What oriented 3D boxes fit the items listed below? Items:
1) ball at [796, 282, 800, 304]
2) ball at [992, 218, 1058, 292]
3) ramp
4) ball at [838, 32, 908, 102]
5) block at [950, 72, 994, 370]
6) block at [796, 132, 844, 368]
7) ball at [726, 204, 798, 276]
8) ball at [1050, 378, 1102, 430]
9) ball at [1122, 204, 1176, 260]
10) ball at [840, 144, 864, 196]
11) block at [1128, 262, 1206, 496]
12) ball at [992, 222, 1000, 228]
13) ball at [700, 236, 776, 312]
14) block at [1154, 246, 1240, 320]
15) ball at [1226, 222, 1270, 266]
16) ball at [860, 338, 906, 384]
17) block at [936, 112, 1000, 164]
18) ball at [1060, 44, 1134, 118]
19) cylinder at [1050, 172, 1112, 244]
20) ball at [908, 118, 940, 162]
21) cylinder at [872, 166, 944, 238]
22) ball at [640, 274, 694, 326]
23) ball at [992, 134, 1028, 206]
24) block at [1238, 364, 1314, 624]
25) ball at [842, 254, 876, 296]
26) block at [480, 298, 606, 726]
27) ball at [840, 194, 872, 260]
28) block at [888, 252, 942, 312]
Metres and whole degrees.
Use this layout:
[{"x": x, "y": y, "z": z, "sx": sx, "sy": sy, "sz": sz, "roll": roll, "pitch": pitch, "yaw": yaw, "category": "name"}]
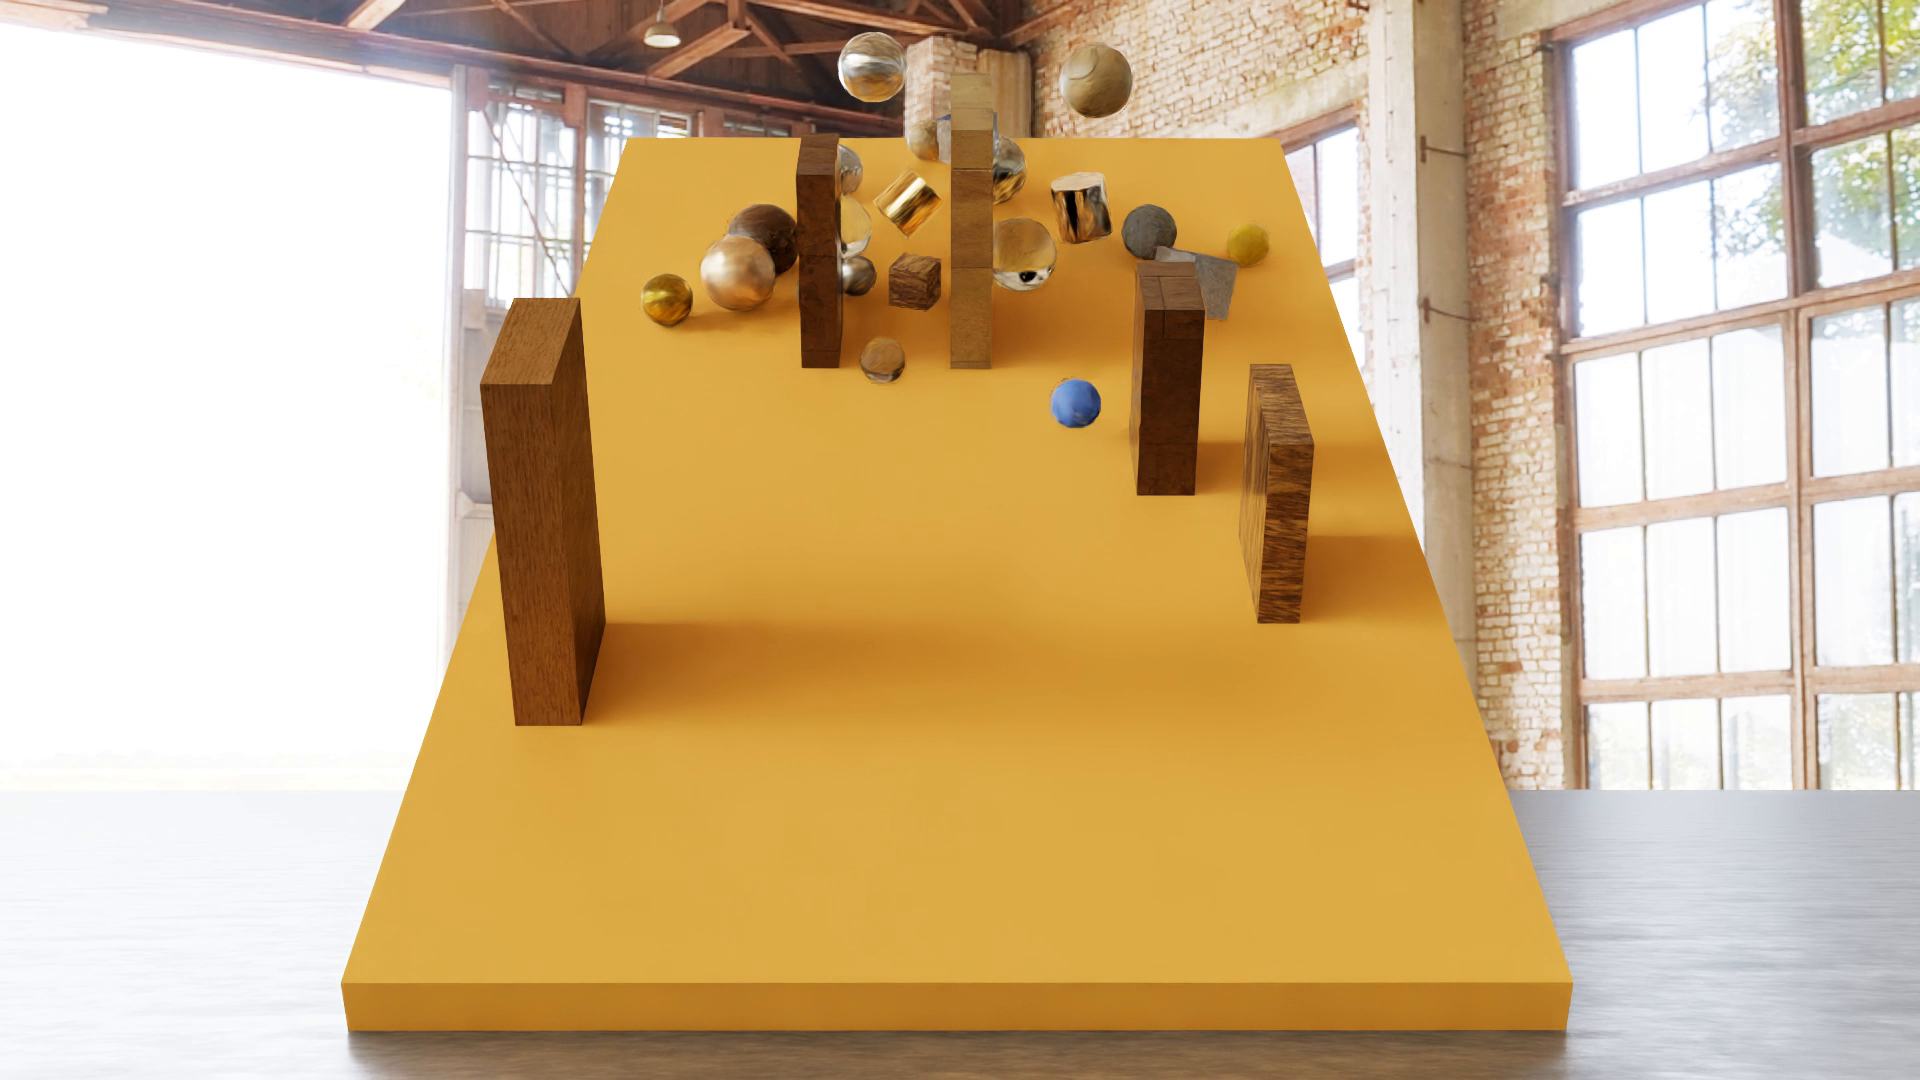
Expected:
[{"x": -0.368, "y": -0.642, "z": 6.211, "sx": 0.112, "sy": 0.112, "sz": 0.112, "roll": 0, "pitch": -6, "yaw": 0, "category": "ball"}, {"x": 0.158, "y": -0.749, "z": 6.310, "sx": 0.195, "sy": 0.195, "sz": 0.195, "roll": 0, "pitch": -6, "yaw": 0, "category": "ball"}, {"x": -0.012, "y": -0.215, "z": 5.668, "sx": 2.000, "sy": 0.100, "sz": 4.000, "roll": 0, "pitch": 29, "yaw": 0, "category": "ramp"}, {"x": -0.252, "y": -1.374, "z": 6.987, "sx": 0.204, "sy": 0.204, "sz": 0.204, "roll": 0, "pitch": -6, "yaw": 0, "category": "ball"}, {"x": 0.026, "y": -0.794, "z": 5.967, "sx": 0.101, "sy": 0.617, "sz": 0.420, "roll": 0, "pitch": 29, "yaw": 0, "category": "block"}, {"x": -0.345, "y": -0.715, "z": 5.940, "sx": 0.092, "sy": 0.505, "sz": 0.290, "roll": 0, "pitch": 29, "yaw": 0, "category": "block"}, {"x": -0.523, "y": -0.794, "z": 6.393, "sx": 0.200, "sy": 0.200, "sz": 0.200, "roll": 0, "pitch": -6, "yaw": 0, "category": "ball"}, {"x": 0.265, "y": -0.311, "z": 5.491, "sx": 0.115, "sy": 0.115, "sz": 0.115, "roll": 0, "pitch": -6, "yaw": 0, "category": "ball"}, {"x": 0.513, "y": -0.835, "z": 6.524, "sx": 0.150, "sy": 0.150, "sz": 0.150, "roll": 0, "pitch": -6, "yaw": 0, "category": "ball"}, {"x": -0.353, "y": -1.062, "z": 6.922, "sx": 0.152, "sy": 0.152, "sz": 0.152, "roll": 0, "pitch": -6, "yaw": 0, "category": "ball"}, {"x": 0.459, "y": -0.361, "z": 5.368, "sx": 0.129, "sy": 0.451, "sz": 0.266, "roll": 0, "pitch": 29, "yaw": 0, "category": "block"}, {"x": 0.105, "y": -0.790, "z": 6.457, "sx": 0.127, "sy": 0.127, "sz": 0.127, "roll": 0, "pitch": -6, "yaw": 0, "category": "ball"}, {"x": -0.572, "y": -0.687, "z": 6.206, "sx": 0.195, "sy": 0.195, "sz": 0.195, "roll": 0, "pitch": -6, "yaw": 0, "category": "ball"}, {"x": 0.582, "y": -0.645, "z": 6.030, "sx": 0.147, "sy": 0.147, "sz": 0.147, "roll": 4, "pitch": 12, "yaw": -37, "category": "block"}, {"x": 0.778, "y": -0.798, "z": 6.492, "sx": 0.117, "sy": 0.117, "sz": 0.117, "roll": 0, "pitch": -6, "yaw": 0, "category": "ball"}, {"x": -0.188, "y": -0.437, "z": 5.845, "sx": 0.113, "sy": 0.113, "sz": 0.113, "roll": 0, "pitch": -6, "yaw": 0, "category": "ball"}, {"x": 0.022, "y": -1.052, "z": 6.289, "sx": 0.114, "sy": 0.114, "sz": 0.114, "roll": 10, "pitch": 26, "yaw": 32, "category": "block"}, {"x": 0.343, "y": -1.152, "z": 6.040, "sx": 0.185, "sy": 0.185, "sz": 0.185, "roll": 0, "pitch": -6, "yaw": 0, "category": "ball"}, {"x": 0.329, "y": -0.899, "z": 6.499, "sx": 0.149, "sy": 0.149, "sz": 0.149, "roll": -9, "pitch": 26, "yaw": 4, "category": "cylinder"}, {"x": -0.094, "y": -1.196, "z": 7.191, "sx": 0.124, "sy": 0.124, "sz": 0.124, "roll": 0, "pitch": -6, "yaw": 0, "category": "ball"}, {"x": -0.141, "y": -0.914, "z": 6.516, "sx": 0.138, "sy": 0.138, "sz": 0.138, "roll": -44, "pitch": -10, "yaw": 2, "category": "cylinder"}, {"x": -0.747, "y": -0.613, "z": 6.135, "sx": 0.135, "sy": 0.135, "sz": 0.135, "roll": 0, "pitch": -6, "yaw": 0, "category": "ball"}, {"x": 0.091, "y": -1.058, "z": 6.866, "sx": 0.202, "sy": 0.202, "sz": 0.202, "roll": 0, "pitch": -6, "yaw": 0, "category": "ball"}, {"x": 0.647, "y": -0.099, "z": 4.945, "sx": 0.085, "sy": 0.408, "sz": 0.371, "roll": 0, "pitch": 29, "yaw": 0, "category": "block"}, {"x": -0.272, "y": -0.691, "z": 6.283, "sx": 0.108, "sy": 0.108, "sz": 0.108, "roll": 0, "pitch": -6, "yaw": 0, "category": "ball"}, {"x": -0.779, "y": -0.053, "z": 4.539, "sx": 0.125, "sy": 0.715, "sz": 0.379, "roll": 0, "pitch": 29, "yaw": 0, "category": "block"}, {"x": -0.328, "y": -0.843, "z": 6.500, "sx": 0.181, "sy": 0.181, "sz": 0.181, "roll": 0, "pitch": -6, "yaw": 0, "category": "ball"}, {"x": -0.117, "y": -0.673, "z": 6.274, "sx": 0.107, "sy": 0.107, "sz": 0.107, "roll": 11, "pitch": 31, "yaw": 18, "category": "block"}]
